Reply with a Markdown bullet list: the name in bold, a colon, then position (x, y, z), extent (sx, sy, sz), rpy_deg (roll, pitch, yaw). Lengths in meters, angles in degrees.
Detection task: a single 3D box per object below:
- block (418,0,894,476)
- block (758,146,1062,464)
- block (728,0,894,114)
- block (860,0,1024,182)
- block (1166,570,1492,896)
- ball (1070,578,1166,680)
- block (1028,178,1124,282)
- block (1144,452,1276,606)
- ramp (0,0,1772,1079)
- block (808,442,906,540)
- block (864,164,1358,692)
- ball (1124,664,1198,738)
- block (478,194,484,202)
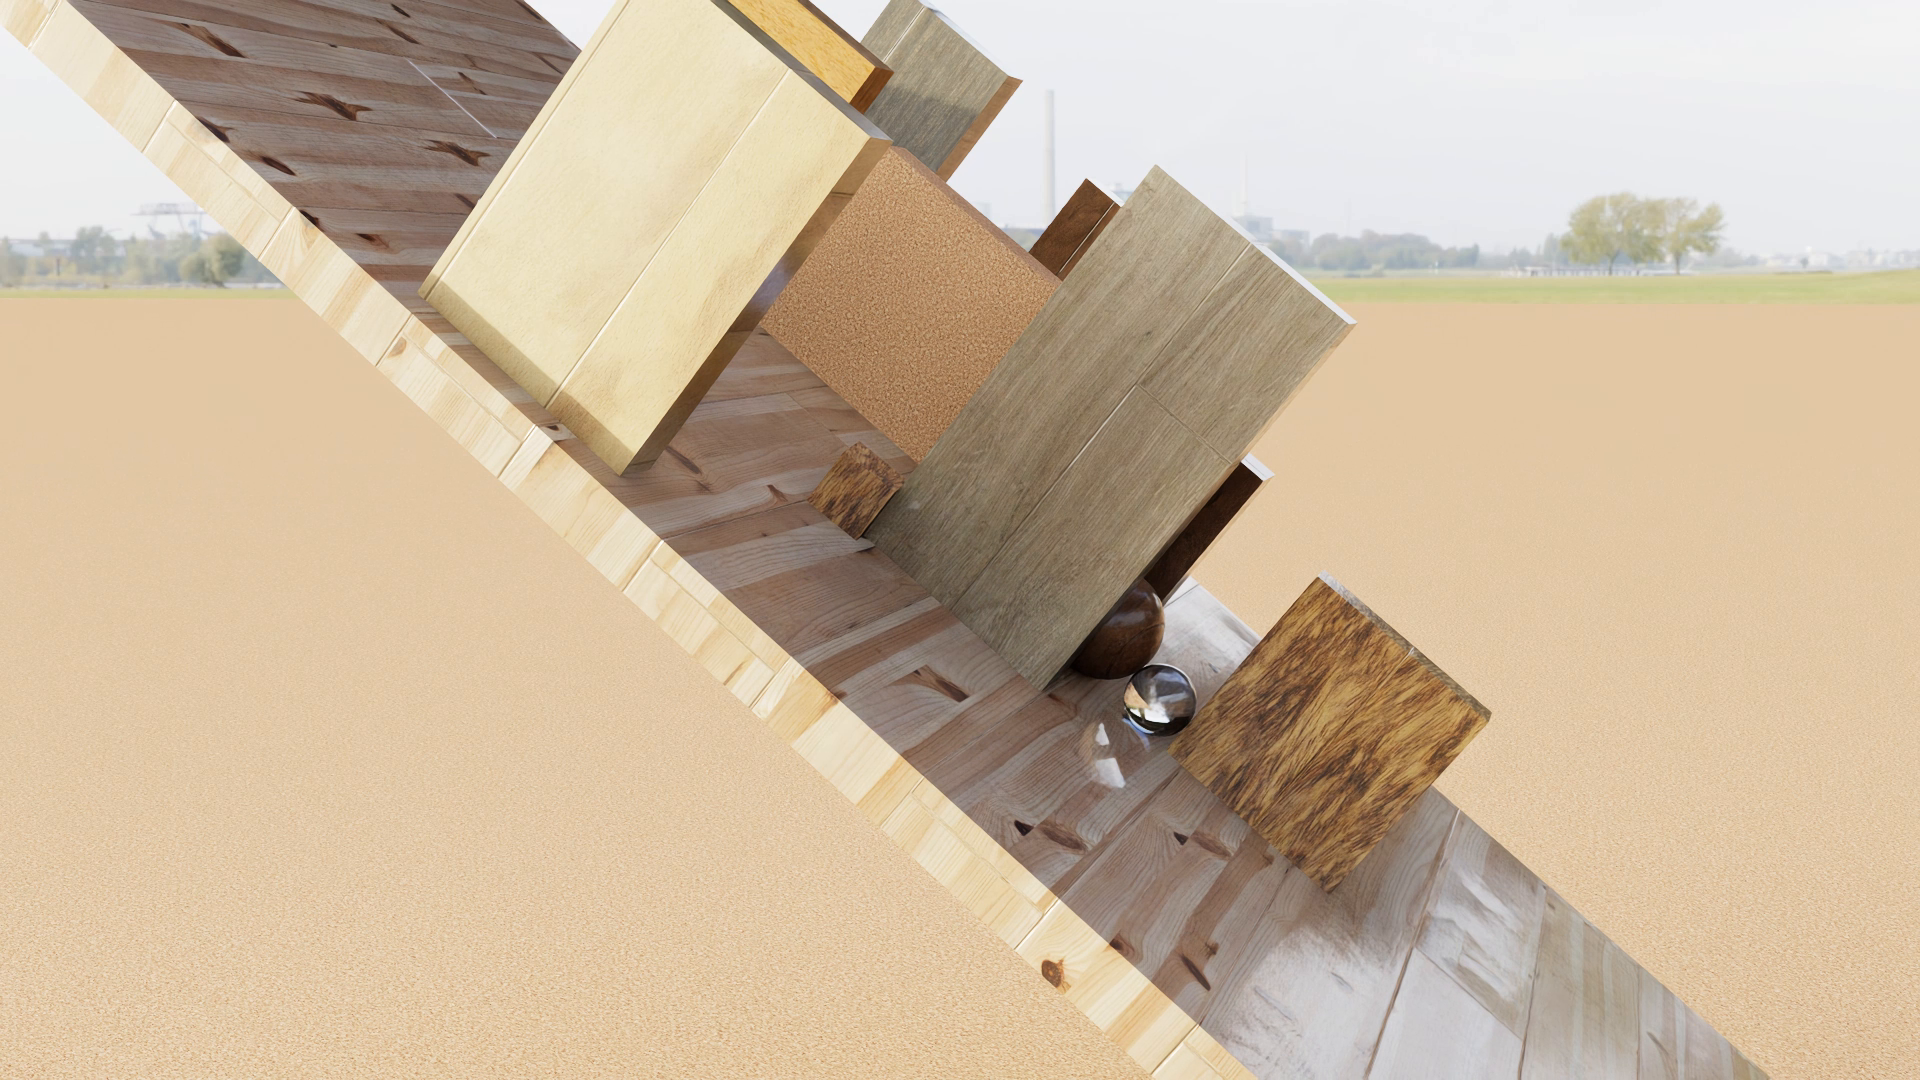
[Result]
- **block**: position (-0.451, -0.467, 3.198), extent (0.420, 0.617, 0.101), rpy_deg (41, 16, 9)
- **block**: position (-0.088, -0.452, 4.278), extent (0.449, 0.434, 0.114), rpy_deg (41, 16, 9)
- **block**: position (-0.413, -0.596, 3.589), extent (0.277, 0.638, 0.094), rpy_deg (41, 16, 9)
- **block**: position (-0.188, -0.805, 4.633), extent (0.297, 0.645, 0.115), rpy_deg (41, 16, 9)
- **block**: position (0.629, 0.329, 3.771), extent (0.371, 0.408, 0.085), rpy_deg (41, 16, 9)
- **ball**: position (0.258, 0.144, 3.839), extent (0.200, 0.200, 0.200), rpy_deg (0, 7, 0)
- **block**: position (0.244, -0.427, 4.689), extent (0.372, 0.570, 0.098), rpy_deg (41, 16, 9)
- **block**: position (0.314, -0.028, 3.975), extent (0.266, 0.451, 0.129), rpy_deg (41, 16, 9)
- **ramp**: position (-0.007, 0.056, 4.043), extent (4.000, 0.100, 2.000), rpy_deg (41, 16, 9)
- **block**: position (-0.171, -0.083, 3.688), extent (0.107, 0.107, 0.107), rpy_deg (39, 16, 1)
- **block**: position (0.238, -0.179, 3.614), extent (0.399, 0.784, 0.114), rpy_deg (41, 16, 9)
- **ball**: position (0.346, 0.277, 3.803), extent (0.127, 0.127, 0.127), rpy_deg (0, 7, 0)
- **block**: position (-0.718, -0.537, 3.629), extent (0.114, 0.114, 0.114), rpy_deg (38, -26, -2)
